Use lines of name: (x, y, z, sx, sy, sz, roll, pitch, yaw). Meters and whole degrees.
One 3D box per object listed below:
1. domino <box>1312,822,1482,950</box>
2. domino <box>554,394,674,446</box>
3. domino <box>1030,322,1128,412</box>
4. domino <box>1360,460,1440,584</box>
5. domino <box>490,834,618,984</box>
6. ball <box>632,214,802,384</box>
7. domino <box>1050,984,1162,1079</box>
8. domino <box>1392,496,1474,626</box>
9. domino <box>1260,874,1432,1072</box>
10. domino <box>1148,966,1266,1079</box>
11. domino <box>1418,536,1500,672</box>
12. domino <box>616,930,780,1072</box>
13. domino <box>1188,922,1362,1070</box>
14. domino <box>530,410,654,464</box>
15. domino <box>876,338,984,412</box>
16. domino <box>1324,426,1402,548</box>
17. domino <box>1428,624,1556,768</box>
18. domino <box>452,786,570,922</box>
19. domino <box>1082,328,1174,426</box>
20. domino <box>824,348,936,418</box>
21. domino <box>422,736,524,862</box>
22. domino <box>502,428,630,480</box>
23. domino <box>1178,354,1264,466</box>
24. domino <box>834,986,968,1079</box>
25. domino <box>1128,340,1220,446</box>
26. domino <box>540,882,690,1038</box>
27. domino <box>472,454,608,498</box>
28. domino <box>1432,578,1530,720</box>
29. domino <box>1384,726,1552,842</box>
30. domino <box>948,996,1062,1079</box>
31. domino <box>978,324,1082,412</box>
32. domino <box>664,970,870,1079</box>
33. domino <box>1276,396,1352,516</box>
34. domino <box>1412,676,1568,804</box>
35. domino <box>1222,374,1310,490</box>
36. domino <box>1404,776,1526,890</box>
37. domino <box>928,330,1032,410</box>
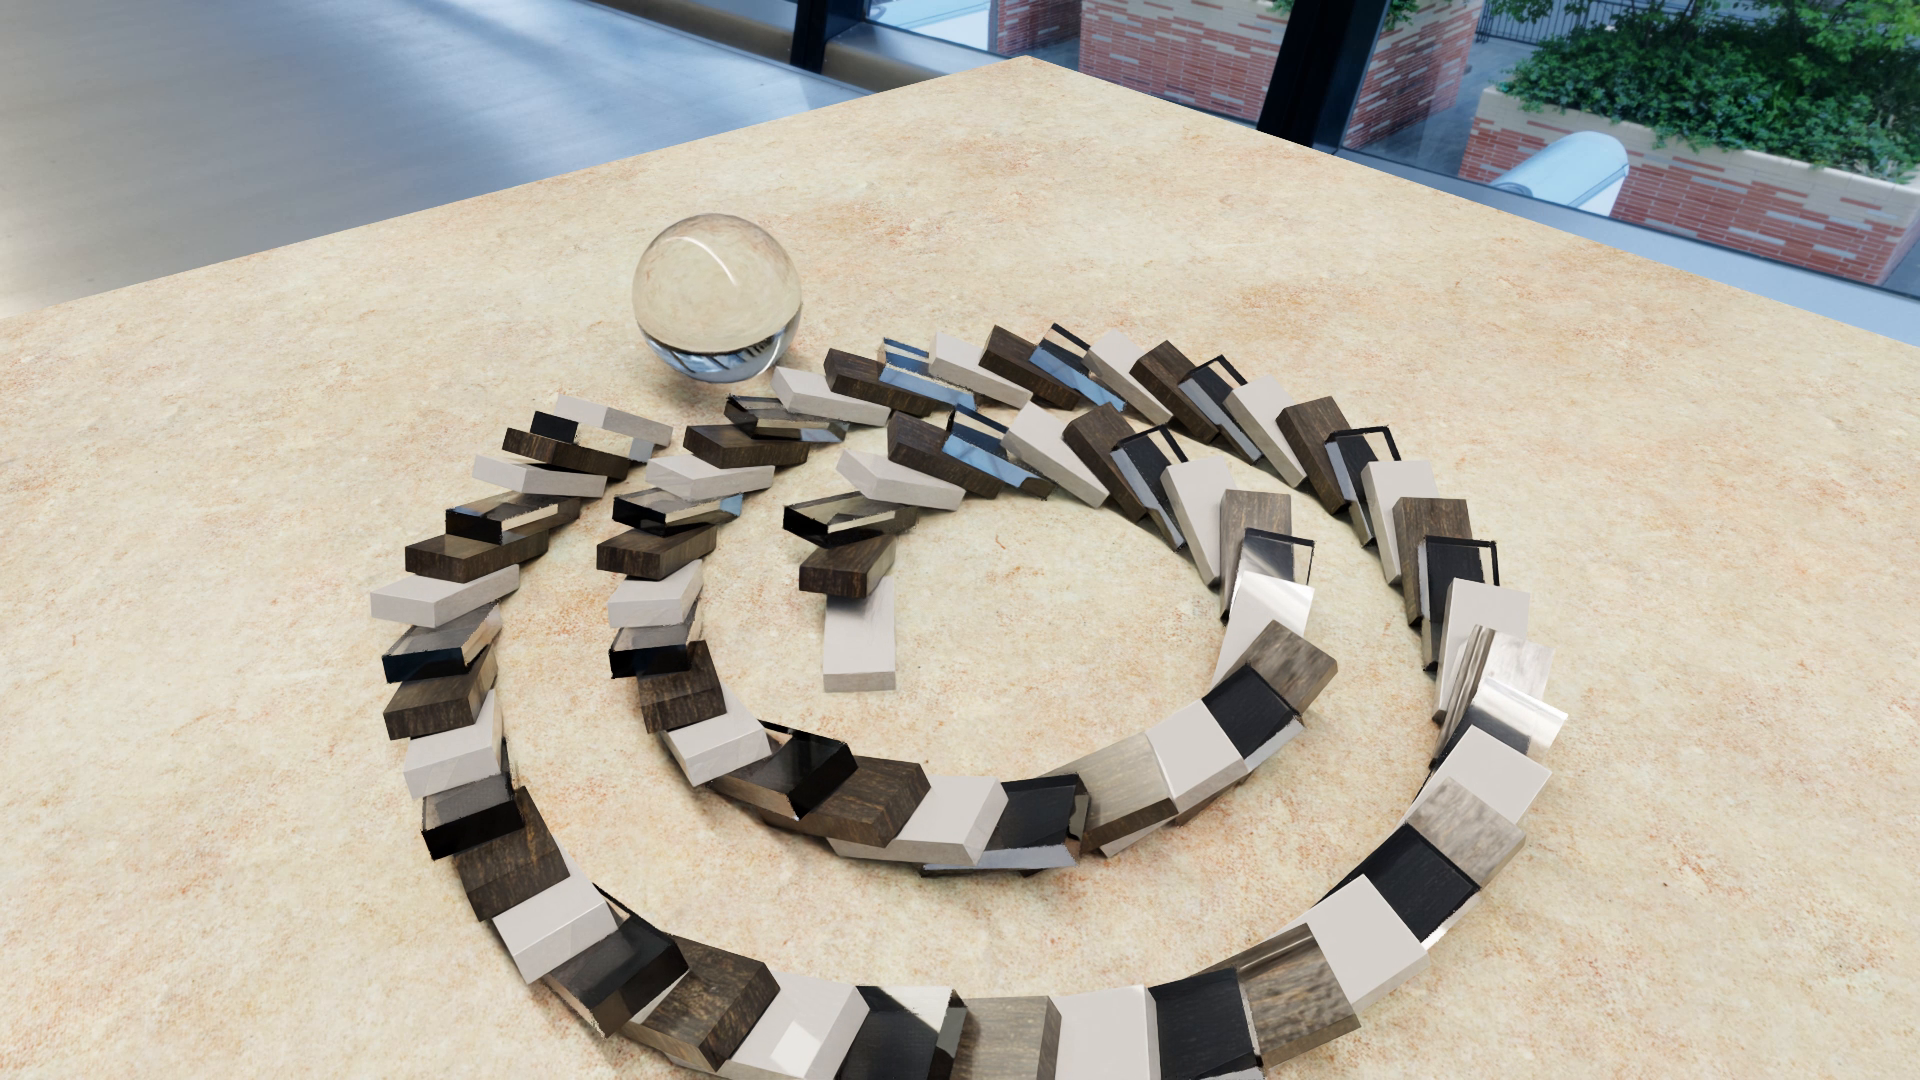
domino: (0.114, 0.104, 0.301, 0.050, 0.010, 0.025, -39, 49, -7)
domino: (-0.151, -0.052, 0.483, 0.025, 0.009, 0.050, 16, 1, 18)
domino: (0.060, -0.082, 0.527, 0.050, 0.010, 0.025, 33, 44, 0)
domino: (0.178, -0.007, 0.437, 0.025, 0.010, 0.050, -2, 64, -3)
domino: (-0.116, 0.101, 0.305, 0.025, 0.009, 0.050, -27, 22, -29)
ball: (-0.116, -0.116, 0.529, 0.080, 0.080, 0.080, 0, 39, 0)
domino: (0.024, 0.128, 0.272, 0.050, 0.009, 0.025, -17, 36, 18)
domino: (0.182, 0.008, 0.418, 0.025, 0.009, 0.050, 2, 64, 2)
domino: (0.094, 0.113, 0.289, 0.050, 0.010, 0.025, -33, 45, -1)
domino: (0.048, 0.126, 0.274, 0.050, 0.010, 0.025, -20, 37, 14)
domino: (0.182, 0.024, 0.399, 0.025, 0.010, 0.050, 6, 64, 7)
domino: (-0.073, 0.117, 0.284, 0.050, 0.010, 0.025, -2, 32, 38)
domino: (0.072, 0.121, 0.280, 0.050, 0.010, 0.025, -27, 41, 6)
domino: (-0.157, -0.044, 0.473, 0.025, 0.010, 0.050, 16, 1, 18)
domino: (-0.014, -0.079, 0.524, 0.050, 0.010, 0.025, 16, 35, -20)
domino: (0.172, -0.023, 0.455, 0.025, 0.010, 0.050, -7, 64, -9)
domino: (0.174, 0.055, 0.360, 0.025, 0.010, 0.050, 19, 68, 22)
domino: (-0.132, 0.089, 0.319, 0.025, 0.010, 0.050, -24, 21, -26)
domino: (0.084, -0.077, 0.522, 0.050, 0.010, 0.025, 41, 50, 8)
domino: (-0.038, -0.074, 0.518, 0.050, 0.009, 0.025, 12, 33, -25)
domino: (-0.148, 0.077, 0.334, 0.025, 0.009, 0.050, -18, 19, -21)
domino: (-0.165, -0.036, 0.463, 0.025, 0.009, 0.050, 16, 1, 18)
domino: (0.126, -0.060, 0.501, 0.025, 0.009, 0.050, -29, 72, -31)
domino: (-0.025, 0.126, 0.275, 0.050, 0.010, 0.025, -11, 34, 26)
domino: (0.106, -0.069, 0.512, 0.050, 0.009, 0.025, 45, 53, 12)
domino: (-0.096, 0.110, 0.293, 0.025, 0.010, 0.050, -35, 26, -35)
domino: (-0.172, -0.026, 0.453, 0.025, 0.010, 0.050, 16, 5, 18)
domino: (0.180, 0.040, 0.379, 0.025, 0.009, 0.050, 12, 65, 14)
domino: (0.150, 0.082, 0.327, 0.025, 0.010, 0.050, 34, 74, 34)
domino: (-0.001, 0.128, 0.272, 0.050, 0.009, 0.025, -13, 34, 23)
domino: (0.035, -0.083, 0.529, 0.050, 0.010, 0.025, 26, 40, -8)
domino: (-0.050, 0.123, 0.278, 0.050, 0.010, 0.025, -5, 33, 33)
domino: (0.159, -0.037, 0.472, 0.025, 0.010, 0.050, -15, 67, -18)
domino: (0.164, 0.070, 0.342, 0.025, 0.010, 0.050, 29, 72, 30)
domino: (0.142, -0.049, 0.487, 0.025, 0.009, 0.050, -25, 70, -27)
domino: (0.133, 0.094, 0.313, 0.050, 0.010, 0.025, -42, 51, -9)
domino: (0.010, -0.081, 0.527, 0.050, 0.010, 0.025, 19, 37, -15)
